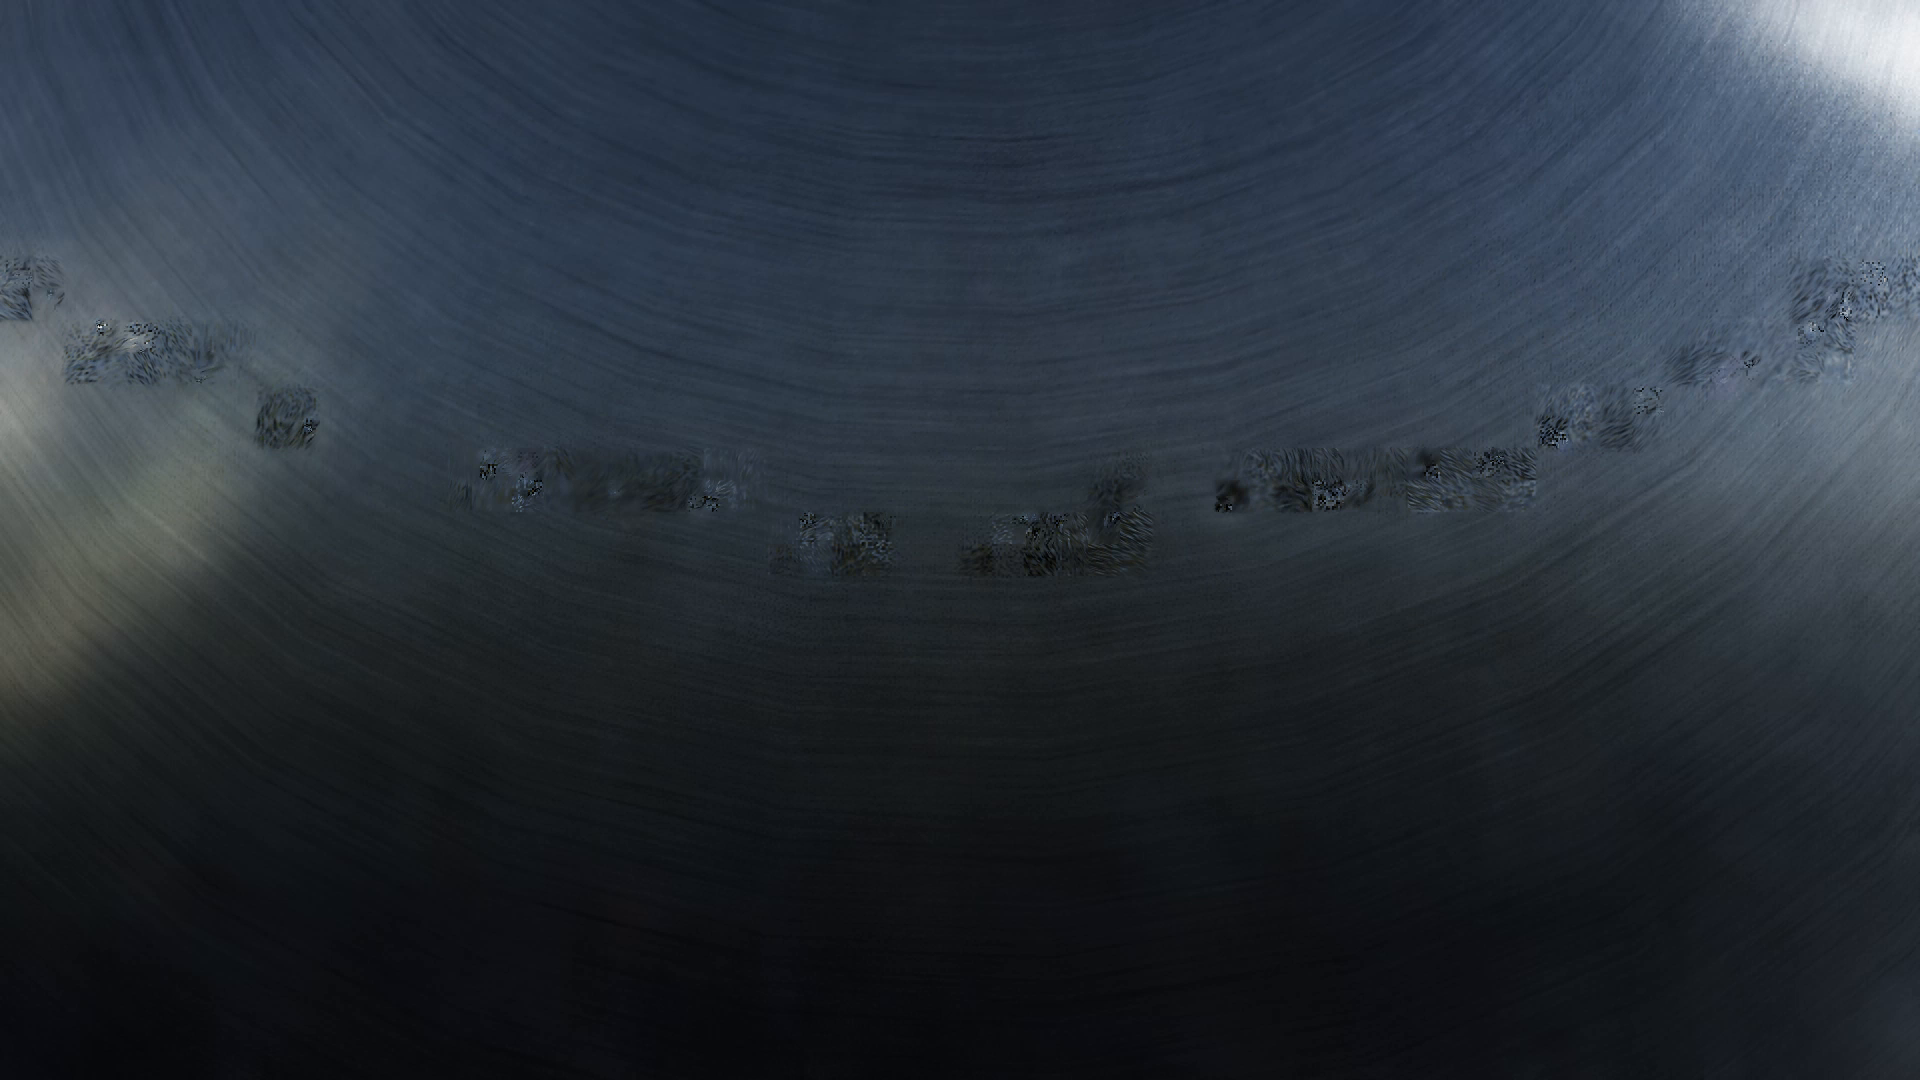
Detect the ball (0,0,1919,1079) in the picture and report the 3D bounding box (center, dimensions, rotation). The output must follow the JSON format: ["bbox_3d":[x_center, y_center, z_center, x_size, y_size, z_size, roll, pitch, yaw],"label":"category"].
[{"bbox_3d":[0.000,-0.002,0.056,0.080,0.080,0.080,0,4,0],"label":"ball"}]
